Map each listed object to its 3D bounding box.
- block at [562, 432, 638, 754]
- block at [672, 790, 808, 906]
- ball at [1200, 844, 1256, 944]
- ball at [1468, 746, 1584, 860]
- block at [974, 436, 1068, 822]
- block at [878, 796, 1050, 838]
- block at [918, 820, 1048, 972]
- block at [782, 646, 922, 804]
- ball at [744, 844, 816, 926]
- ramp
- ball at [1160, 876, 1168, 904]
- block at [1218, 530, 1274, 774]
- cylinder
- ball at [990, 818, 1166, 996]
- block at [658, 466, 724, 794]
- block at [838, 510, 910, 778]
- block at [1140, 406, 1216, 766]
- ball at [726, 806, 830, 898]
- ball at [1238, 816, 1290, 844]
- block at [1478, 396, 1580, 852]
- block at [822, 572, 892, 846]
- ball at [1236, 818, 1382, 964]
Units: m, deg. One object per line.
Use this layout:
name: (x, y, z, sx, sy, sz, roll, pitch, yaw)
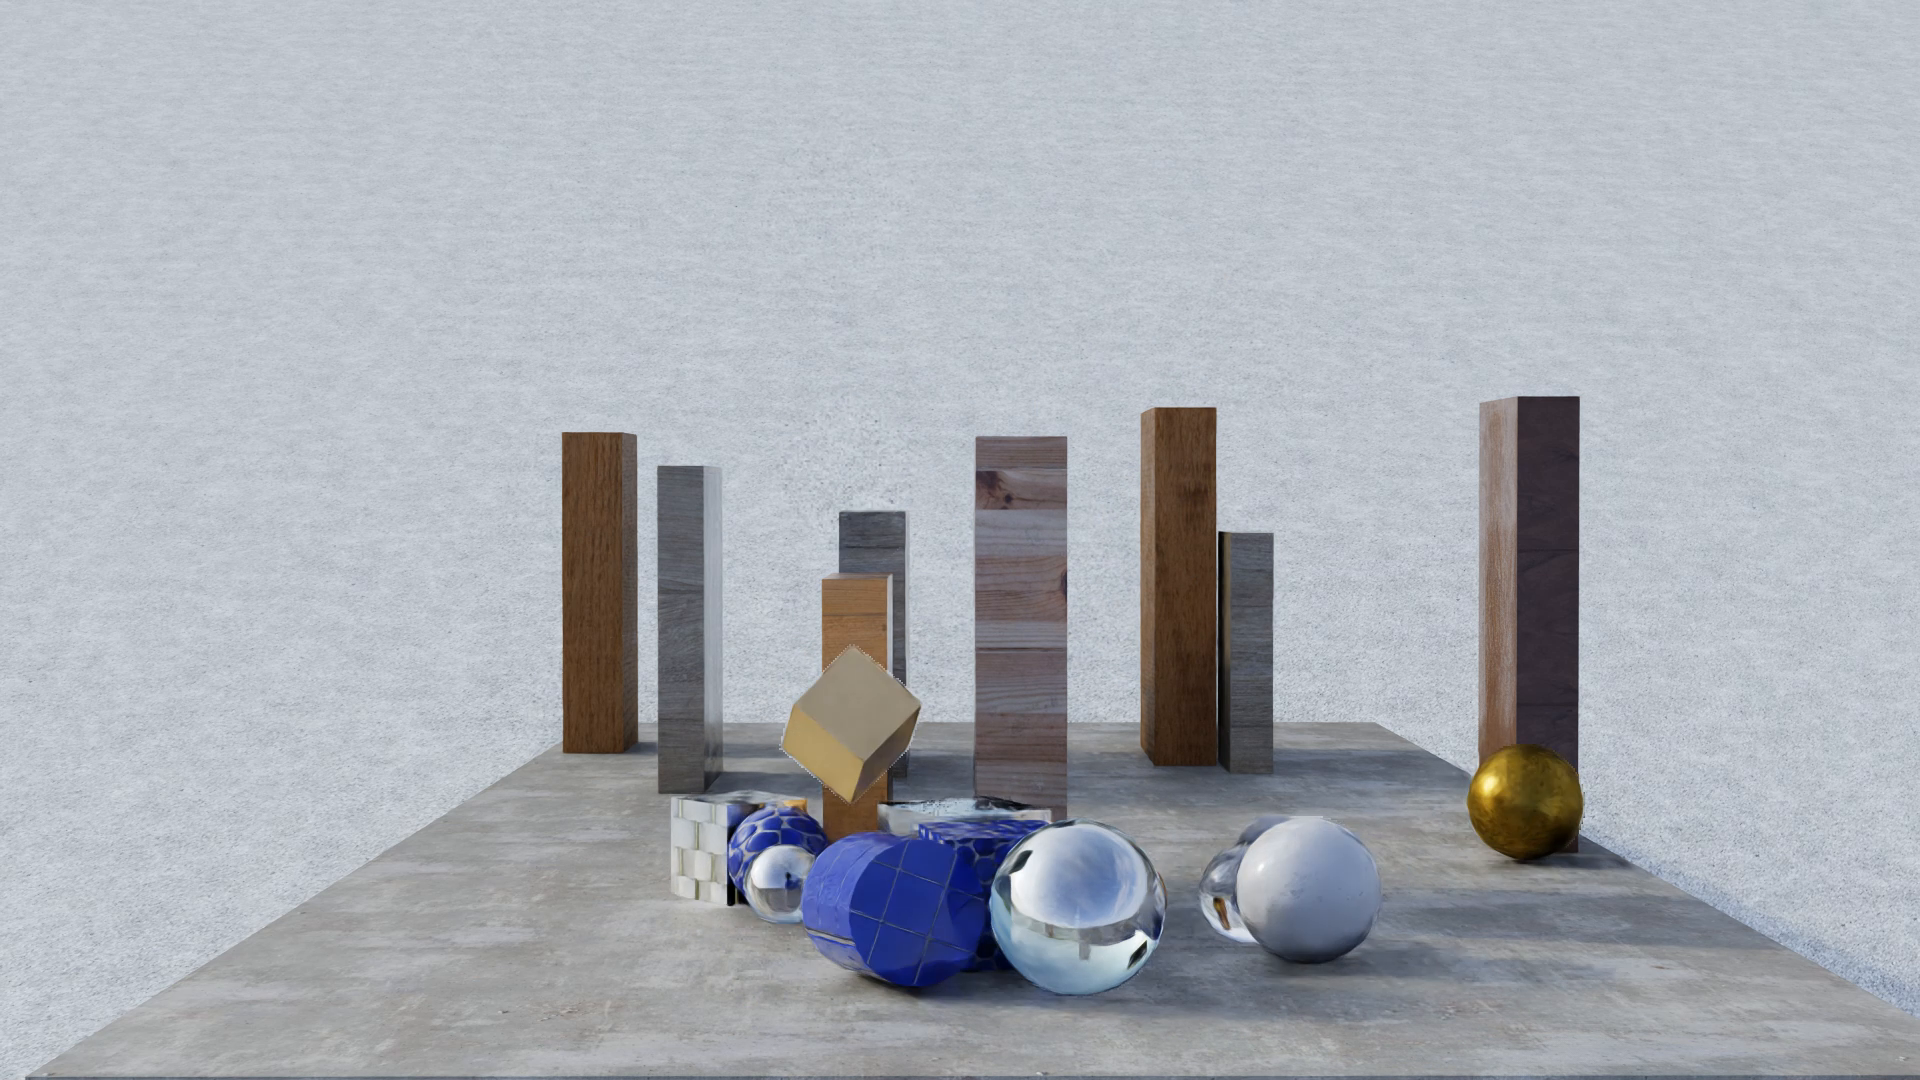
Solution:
block: (-0.826, 0.116, 5.939, 0.135, 0.722, 0.279, 0, 1, 0)
block: (-0.321, 0.446, 3.753, 0.142, 0.142, 0.142, -1, 1, -40)
ball: (0.376, 0.459, 3.357, 0.129, 0.129, 0.129, 0, 27, 0)
ball: (0.897, 0.417, 4.099, 0.180, 0.180, 0.180, 0, 27, 0)
block: (0.084, 0.186, 3.738, 0.125, 0.662, 0.407, 0, 1, 0)
block: (0.004, 0.437, 3.425, 0.169, 0.169, 0.169, -1, 1, -28)
block: (0.044, 0.444, 3.244, 0.162, 0.162, 0.162, 0, 1, -13)
block: (-0.129, 0.221, 3.075, 0.109, 0.109, 0.109, 38, 58, 13)
ball: (-0.238, 0.466, 3.496, 0.109, 0.109, 0.109, 0, 27, 0)
ramp: (0.061, 0.551, 4.588, 2.000, 0.100, 4.000, 0, 1, 0)
ball: (0.210, 0.465, 3.343, 0.117, 0.117, 0.117, 0, 27, 0)
block: (0.607, 0.233, 5.498, 0.089, 0.502, 0.261, 0, 1, 0)
cylinder: (-0.081, 0.438, 3.074, 0.170, 0.170, 0.170, -12, 2, -22)
ball: (0.136, 0.427, 3.004, 0.205, 0.205, 0.205, 0, 27, 0)
block: (-0.544, 0.171, 5.227, 0.090, 0.638, 0.408, 0, 1, 0)
block: (-0.180, 0.211, 5.518, 0.137, 0.547, 0.440, 0, 1, 0)
block: (0.483, 0.096, 5.742, 0.132, 0.769, 0.431, 0, 1, 0)
ball: (-0.254, 0.446, 3.621, 0.146, 0.146, 0.146, 0, 27, 0)
ball: (0.461, 0.460, 3.793, 0.111, 0.111, 0.111, 0, 27, 0)
block: (0.953, 0.135, 4.337, 0.101, 0.741, 0.305, 0, 1, 0)
block: (-0.151, 0.284, 3.853, 0.094, 0.461, 0.313, 0, 1, 0)
ball: (0.433, 0.436, 3.206, 0.180, 0.180, 0.180, 0, 27, 0)
